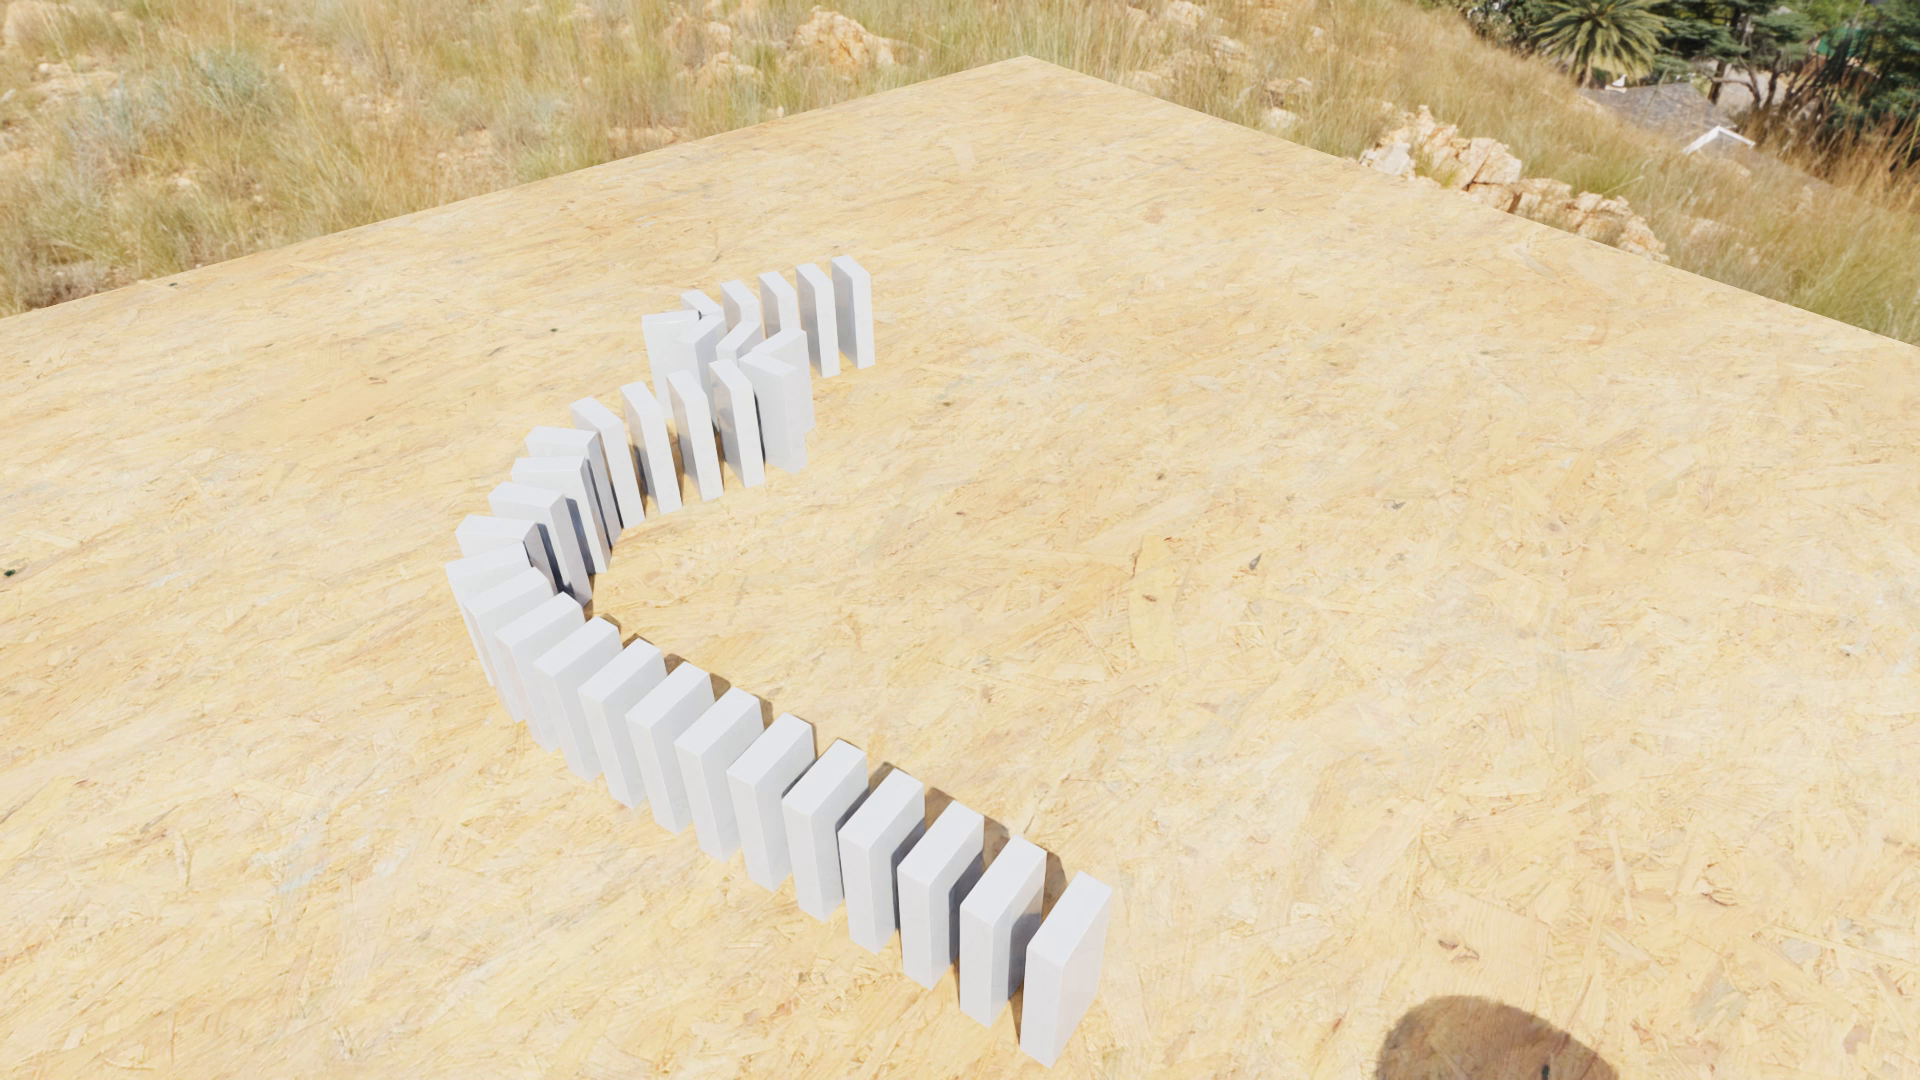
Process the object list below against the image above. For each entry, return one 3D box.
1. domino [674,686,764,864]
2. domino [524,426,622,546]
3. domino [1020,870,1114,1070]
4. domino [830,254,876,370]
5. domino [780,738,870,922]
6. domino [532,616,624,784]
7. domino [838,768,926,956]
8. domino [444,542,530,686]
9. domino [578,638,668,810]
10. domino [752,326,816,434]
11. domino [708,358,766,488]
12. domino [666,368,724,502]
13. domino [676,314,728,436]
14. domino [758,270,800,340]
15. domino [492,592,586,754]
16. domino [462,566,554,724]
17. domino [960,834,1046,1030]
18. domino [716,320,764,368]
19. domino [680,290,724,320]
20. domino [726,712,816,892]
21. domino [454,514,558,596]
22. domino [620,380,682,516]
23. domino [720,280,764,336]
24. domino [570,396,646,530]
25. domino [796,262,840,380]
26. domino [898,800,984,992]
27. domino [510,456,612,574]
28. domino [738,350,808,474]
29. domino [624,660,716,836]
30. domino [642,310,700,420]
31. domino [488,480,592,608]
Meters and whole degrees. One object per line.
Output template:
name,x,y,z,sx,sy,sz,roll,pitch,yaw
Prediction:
domino,-0.069,0.070,0.326,0.010,0.050,0.025,22,44,24
domino,-0.153,-0.021,0.437,0.025,0.050,0.010,6,40,8
domino,0.027,0.109,0.278,0.009,0.050,0.025,23,45,26
domino,-0.054,-0.114,0.550,0.009,0.050,0.025,-20,43,-23
domino,-0.036,0.083,0.311,0.010,0.050,0.025,22,44,24
domino,-0.117,0.051,0.349,0.009,0.050,0.025,23,45,26
domino,-0.020,0.089,0.303,0.009,0.050,0.025,23,44,25
domino,-0.157,0.026,0.380,0.025,0.050,0.010,-18,43,-21
domino,-0.101,0.058,0.341,0.009,0.050,0.025,21,44,24
domino,-0.079,-0.068,0.494,0.009,0.050,0.025,24,45,26
domino,-0.096,-0.050,0.472,0.010,0.050,0.025,-21,44,-23
domino,-0.112,-0.044,0.465,0.009,0.050,0.025,-19,43,-22
domino,-0.115,-0.074,0.502,0.009,0.050,0.025,15,42,18
domino,-0.087,-0.102,0.537,0.010,0.050,0.025,-19,43,-22
domino,-0.132,0.044,0.358,0.009,0.050,0.025,29,47,30
domino,-0.145,0.036,0.368,0.025,0.050,0.010,-31,49,-32
domino,0.011,0.102,0.286,0.010,0.050,0.025,23,45,26
domino,-0.097,-0.071,0.498,0.010,0.050,0.025,12,41,14
domino,-0.119,-0.090,0.522,0.010,0.050,0.025,-26,46,-28
domino,-0.052,0.076,0.318,0.009,0.050,0.025,21,44,24
domino,-0.160,0.014,0.394,0.025,0.050,0.010,5,40,6
domino,-0.128,-0.038,0.458,0.009,0.050,0.025,-21,44,-24
domino,-0.103,-0.097,0.529,0.009,0.050,0.025,-21,44,-23
domino,-0.144,-0.031,0.449,0.009,0.050,0.025,-31,48,-32
domino,-0.070,-0.108,0.543,0.010,0.050,0.025,-19,43,-21
domino,-0.005,0.096,0.295,0.010,0.050,0.025,23,45,26
domino,-0.152,-0.009,0.422,0.025,0.050,0.009,-2,39,-3
domino,-0.081,-0.055,0.479,0.025,0.050,0.009,24,45,26
domino,-0.085,0.064,0.334,0.010,0.050,0.025,21,44,24
domino,-0.130,-0.081,0.510,0.025,0.050,0.010,-8,40,-10
domino,-0.155,0.003,0.408,0.025,0.050,0.010,10,40,12
